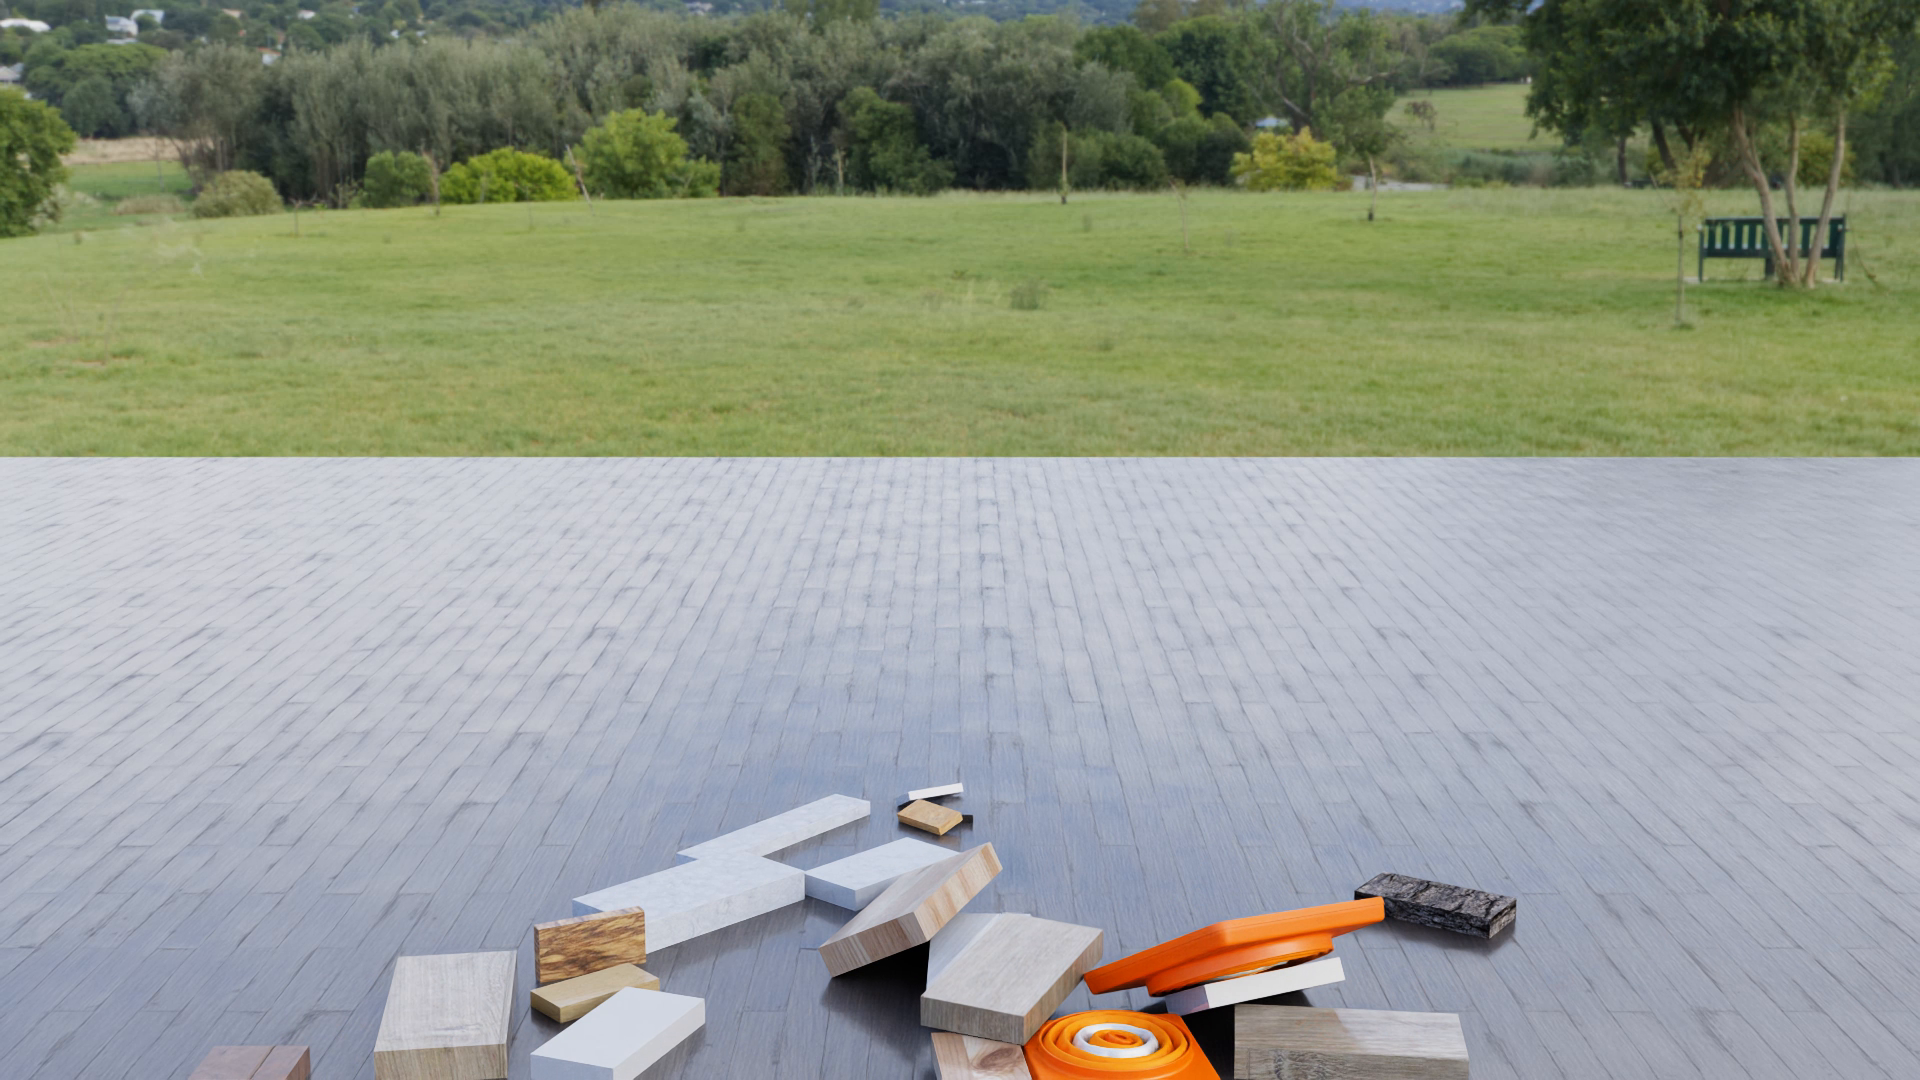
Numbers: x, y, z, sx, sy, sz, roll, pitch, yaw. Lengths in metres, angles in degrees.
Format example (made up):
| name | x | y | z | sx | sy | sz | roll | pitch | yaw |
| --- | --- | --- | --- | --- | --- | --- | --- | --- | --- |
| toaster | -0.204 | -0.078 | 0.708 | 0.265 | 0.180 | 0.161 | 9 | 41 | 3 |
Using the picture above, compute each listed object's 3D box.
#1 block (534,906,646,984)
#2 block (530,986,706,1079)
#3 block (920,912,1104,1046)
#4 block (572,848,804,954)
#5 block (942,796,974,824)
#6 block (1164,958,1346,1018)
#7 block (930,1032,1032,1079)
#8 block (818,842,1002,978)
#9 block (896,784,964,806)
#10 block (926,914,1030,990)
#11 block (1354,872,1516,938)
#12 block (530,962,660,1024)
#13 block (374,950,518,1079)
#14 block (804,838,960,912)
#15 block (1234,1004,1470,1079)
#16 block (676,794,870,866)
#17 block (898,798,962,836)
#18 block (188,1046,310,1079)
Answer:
| name | x | y | z | sx | sy | sz | roll | pitch | yaw |
| --- | --- | --- | --- | --- | --- | --- | --- | --- | --- |
| block | -0.559 | 0.611 | 3.326 | 0.167 | 0.084 | 0.024 | -6 | 12 | -29 |
| block | -0.470 | 0.688 | 3.041 | 0.127 | 0.036 | 0.255 | 4 | 11 | 21 |
| block | 0.078 | 0.622 | 3.139 | 0.154 | 0.044 | 0.308 | 6 | 15 | 23 |
| block | -0.437 | 0.583 | 3.572 | 0.172 | 0.049 | 0.345 | 10 | 14 | 42 |
| block | -0.004 | 0.502 | 4.097 | 0.057 | 0.016 | 0.114 | 0 | 11 | 0 |
| block | 0.423 | 0.643 | 3.157 | 0.231 | 0.033 | 0.116 | -5 | -16 | -27 |
| block | 0.031 | 0.713 | 2.917 | 0.116 | 0.033 | 0.231 | -1 | 11 | -6 |
| block | -0.072 | 0.573 | 3.431 | 0.172 | 0.049 | 0.345 | -25 | 1 | 22 |
| block | -0.057 | 0.480 | 4.149 | 0.114 | 0.016 | 0.057 | -6 | -15 | -29 |
| block | 0.031 | 0.636 | 3.304 | 0.154 | 0.044 | 0.308 | 0 | 11 | 1 |
| block | 0.771 | 0.591 | 3.572 | 0.231 | 0.033 | 0.116 | 7 | 13 | 34 |
| block | -0.534 | 0.662 | 3.218 | 0.167 | 0.024 | 0.084 | -9 | 14 | -40 |
| block | -0.720 | 0.670 | 3.105 | 0.172 | 0.049 | 0.345 | -2 | 11 | -9 |
| block | -0.132 | 0.563 | 3.717 | 0.127 | 0.036 | 0.255 | 9 | 14 | 41 |
| block | 0.530 | 0.691 | 3.005 | 0.308 | 0.044 | 0.154 | 1 | 11 | 7 |
| block | -0.329 | 0.526 | 3.950 | 0.084 | 0.024 | 0.430 | 8 | 13 | 36 |
| block | -0.056 | 0.507 | 4.026 | 0.057 | 0.016 | 0.114 | -31 | 28 | -36 |
| block | -0.943 | 0.724 | 2.849 | 0.127 | 0.036 | 0.255 | 0 | 11 | 0 |
